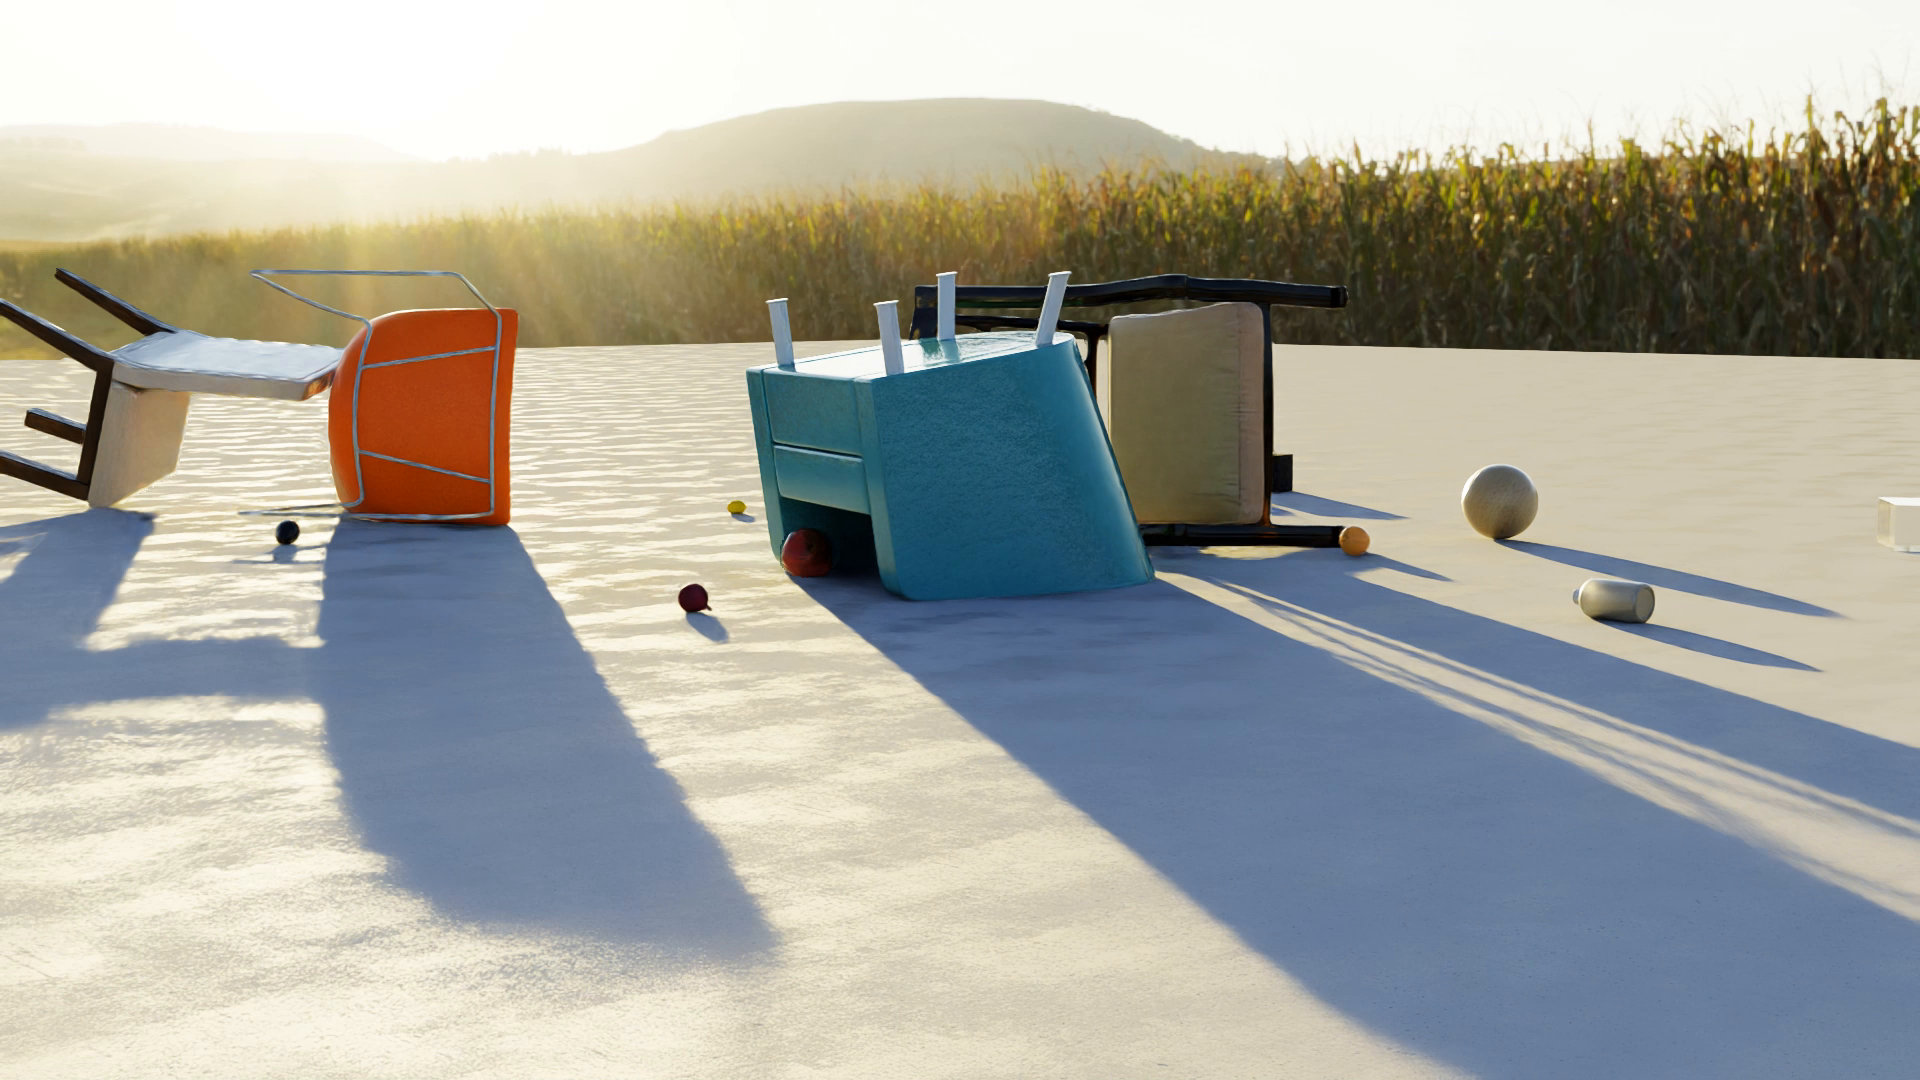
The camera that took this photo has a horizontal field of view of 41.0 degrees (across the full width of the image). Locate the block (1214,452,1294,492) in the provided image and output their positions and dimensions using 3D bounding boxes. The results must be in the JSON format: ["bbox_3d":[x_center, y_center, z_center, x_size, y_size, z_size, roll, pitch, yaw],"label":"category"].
[{"bbox_3d":[0.904,-0.210,7.896,0.218,0.113,0.100,4,7,34],"label":"block"}]

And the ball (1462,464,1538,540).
[{"bbox_3d":[1.352,-0.096,6.420,0.189,0.189,0.189,0,6,0],"label":"ball"}]

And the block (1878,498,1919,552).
[{"bbox_3d":[2.349,-0.038,6.242,0.182,0.111,0.217,1,6,9],"label":"block"}]

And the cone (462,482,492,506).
[{"bbox_3d":[-1.368,-0.115,7.362,0.097,0.079,0.071,-2,-27,39],"label":"cone"}]

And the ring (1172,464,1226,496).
[{"bbox_3d":[0.722,-0.181,7.755,0.140,0.082,0.199,2,5,-33],"label":"ring"}]
